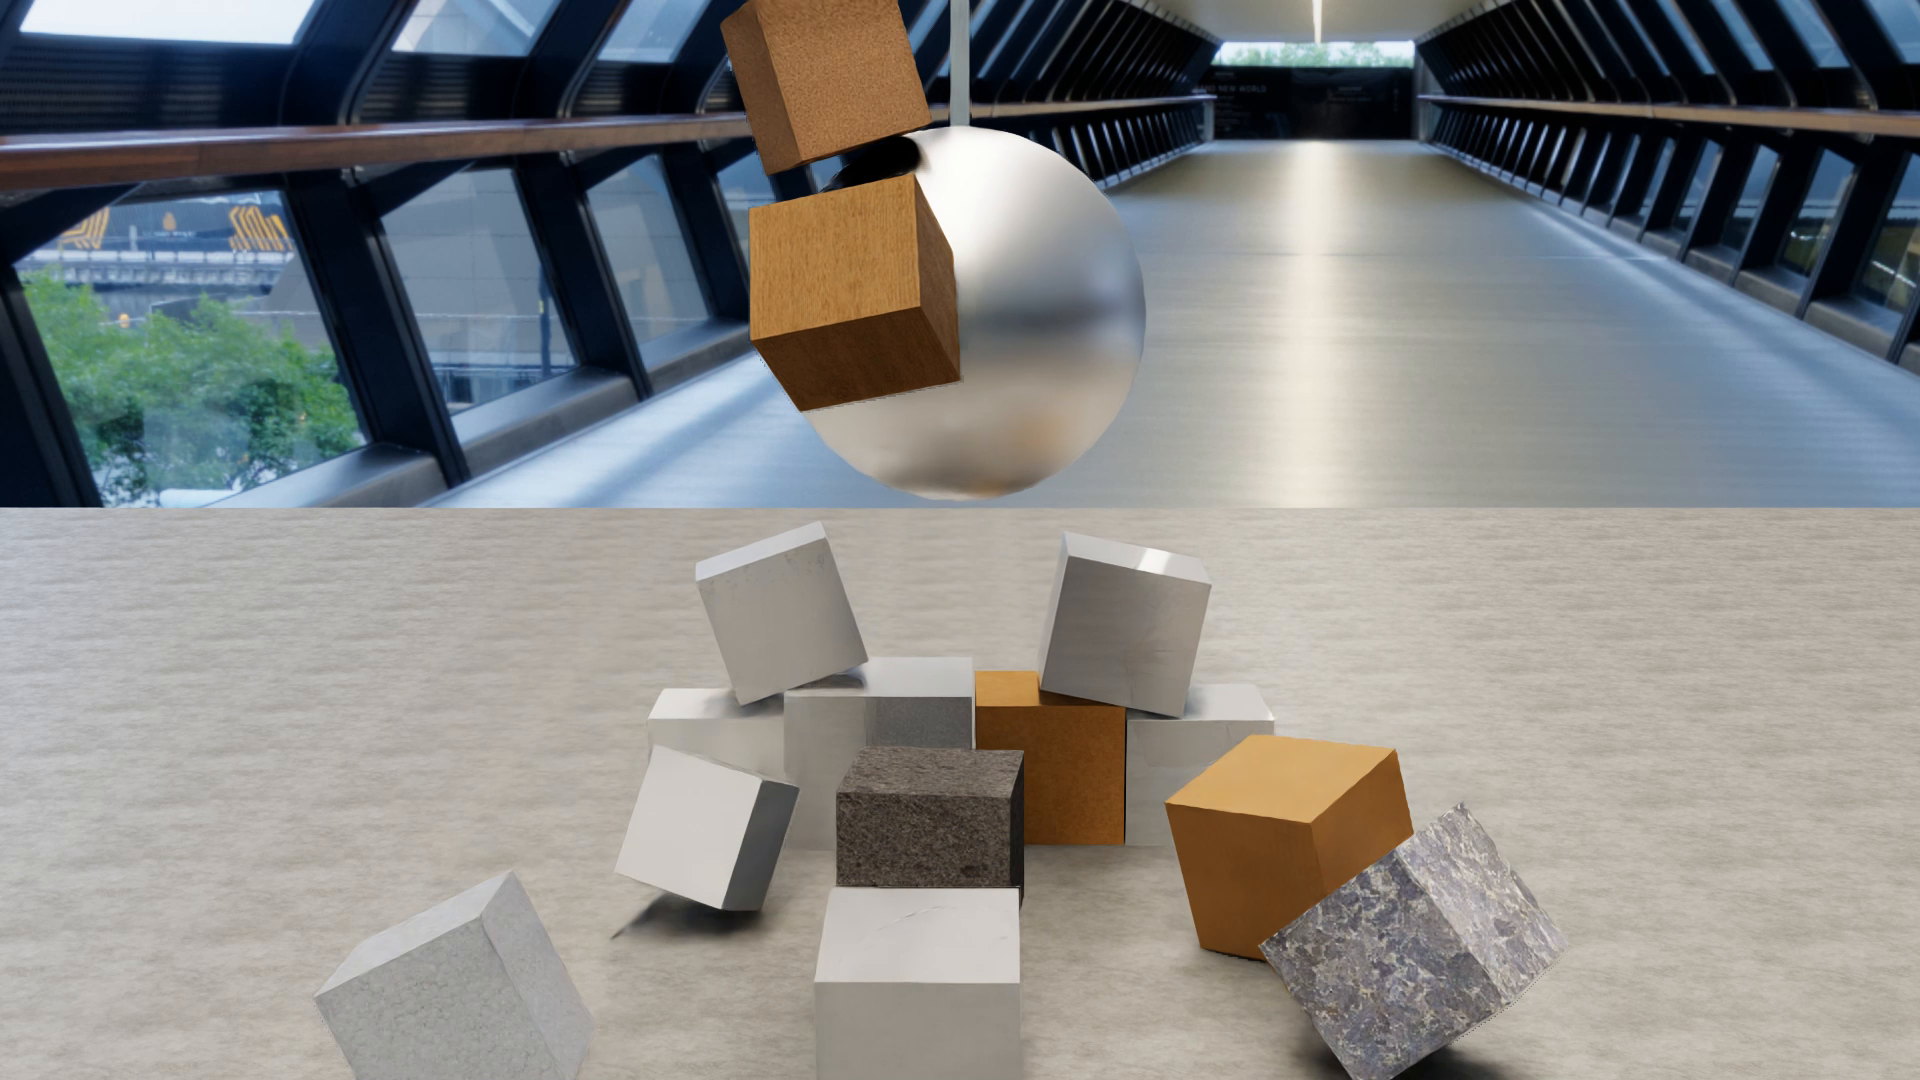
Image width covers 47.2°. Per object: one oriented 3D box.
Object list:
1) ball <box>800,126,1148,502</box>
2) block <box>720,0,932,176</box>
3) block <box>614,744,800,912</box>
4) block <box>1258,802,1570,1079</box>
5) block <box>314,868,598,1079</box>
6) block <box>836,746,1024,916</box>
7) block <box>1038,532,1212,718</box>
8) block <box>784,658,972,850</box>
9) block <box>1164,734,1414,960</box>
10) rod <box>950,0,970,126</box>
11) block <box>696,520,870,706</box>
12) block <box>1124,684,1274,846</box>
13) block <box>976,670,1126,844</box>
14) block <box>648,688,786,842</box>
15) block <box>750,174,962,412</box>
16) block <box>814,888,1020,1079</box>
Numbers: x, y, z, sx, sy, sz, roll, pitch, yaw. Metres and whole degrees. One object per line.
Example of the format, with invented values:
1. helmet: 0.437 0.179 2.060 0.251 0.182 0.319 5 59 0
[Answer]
1. ball: 0.000 -0.962 9.437 1.600 1.600 1.600 0 10 0
2. block: -0.556 -1.918 9.016 0.570 0.656 0.610 -19 9 -16
3. block: -1.145 1.316 10.024 0.545 0.597 0.486 16 -5 19
4. block: 1.723 1.538 8.340 0.724 0.667 0.667 -44 -16 32
5. block: -1.763 1.672 7.771 0.629 0.672 0.632 -26 6 2
6. block: -0.120 1.387 9.959 0.762 0.708 0.743 1 10 6
7. block: 0.826 0.421 11.245 0.723 0.694 0.701 11 10 -1
8. block: -0.404 1.089 11.368 0.932 0.791 0.847 0 10 0
9. block: 1.461 1.344 9.539 0.757 0.721 0.676 2 24 44
10. rod: 0.000 -4.351 9.710 0.080 5.200 0.080 0 -5 0
11. block: -0.915 0.364 11.259 0.683 0.669 0.620 -19 10 -3
12. block: 1.202 1.154 11.398 0.737 0.652 0.742 0 10 0
13. block: 0.453 1.118 11.404 0.746 0.721 0.746 0 10 0
14. block: -1.222 1.159 11.400 0.696 0.641 0.619 0 10 0
15. block: -0.394 -0.926 8.304 0.647 0.591 0.534 -10 -29 13
16. block: -0.142 1.727 8.067 0.713 0.631 0.731 0 17 1
